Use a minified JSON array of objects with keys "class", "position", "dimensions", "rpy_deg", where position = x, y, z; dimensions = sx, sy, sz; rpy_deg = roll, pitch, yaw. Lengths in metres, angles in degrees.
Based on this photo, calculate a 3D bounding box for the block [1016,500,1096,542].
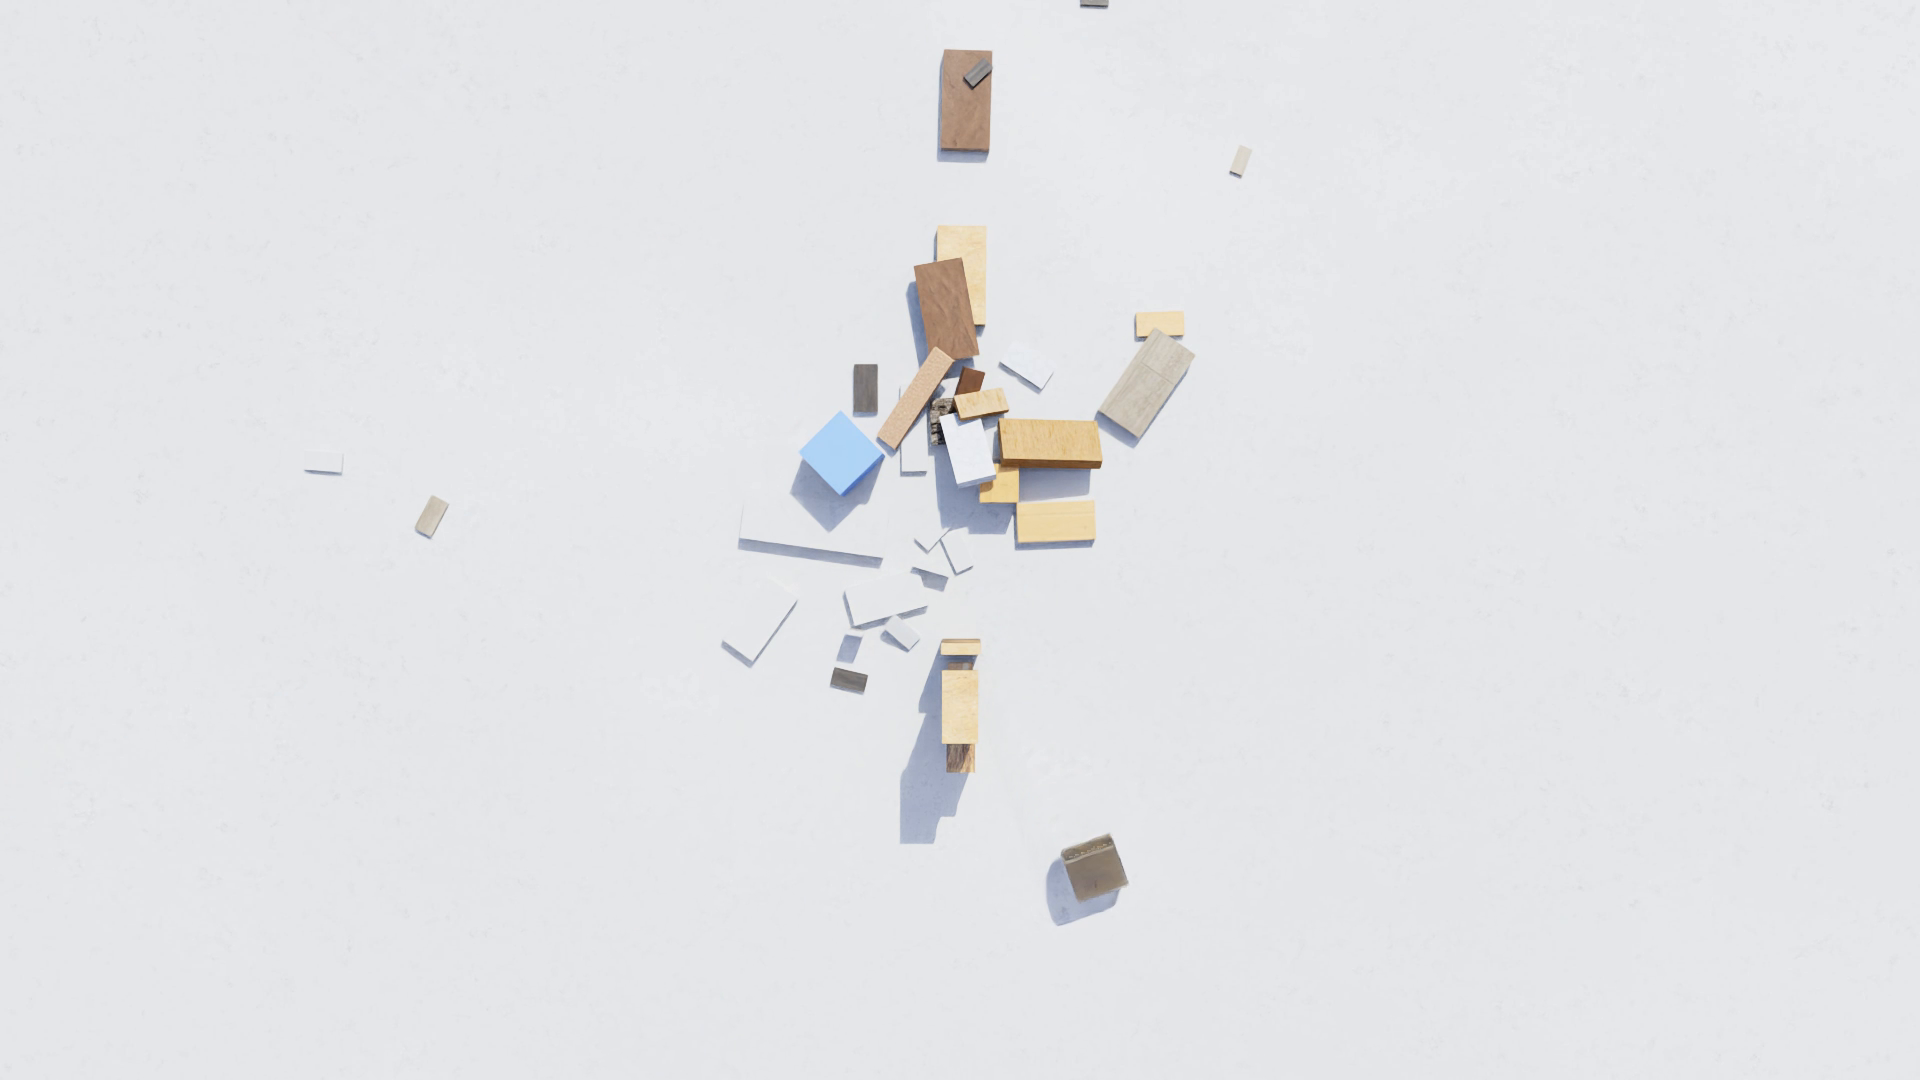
[{"class":"block","position":[0.320,-0.062,5.482],"dimensions":[0.258,0.037,0.129],"rpy_deg":[-2,90,0]}]

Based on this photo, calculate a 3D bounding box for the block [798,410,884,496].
[{"class":"block","position":[-0.386,-0.281,5.403],"dimensions":[0.194,0.194,0.194],"rpy_deg":[-45,90,0]}]

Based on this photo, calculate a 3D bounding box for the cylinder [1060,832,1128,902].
[{"class":"cylinder","position":[0.439,1.073,5.412],"dimensions":[0.177,0.177,0.177],"rpy_deg":[-19,90,0]}]

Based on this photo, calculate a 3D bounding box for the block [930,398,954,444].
[{"class":"block","position":[-0.059,-0.393,5.467],"dimensions":[0.076,0.022,0.152],"rpy_deg":[-2,90,-1]}]

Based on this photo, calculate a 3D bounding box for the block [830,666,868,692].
[{"class":"block","position":[-0.368,0.464,5.492],"dimensions":[0.117,0.017,0.059],"rpy_deg":[13,90,0]}]

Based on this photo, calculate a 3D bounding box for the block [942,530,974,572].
[{"class":"block","position":[-0.008,0.038,5.491],"dimensions":[0.063,0.018,0.127],"rpy_deg":[-24,90,0]}]

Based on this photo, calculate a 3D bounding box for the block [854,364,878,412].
[{"class":"block","position":[-0.312,-0.505,5.489],"dimensions":[0.079,0.022,0.158],"rpy_deg":[0,90,0]}]

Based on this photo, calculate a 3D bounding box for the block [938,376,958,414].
[{"class":"block","position":[-0.025,-0.462,5.489],"dimensions":[0.076,0.022,0.152],"rpy_deg":[-12,90,0]}]

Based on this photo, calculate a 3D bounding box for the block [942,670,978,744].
[{"class":"block","position":[0.001,0.510,5.051],"dimensions":[0.111,0.031,0.222],"rpy_deg":[0,90,0]}]

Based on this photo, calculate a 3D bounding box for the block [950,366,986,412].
[{"class":"block","position":[0.025,-0.491,5.442],"dimensions":[0.076,0.022,0.152],"rpy_deg":[11,103,-25]}]

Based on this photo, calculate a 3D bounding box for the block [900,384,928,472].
[{"class":"block","position":[-0.153,-0.374,5.488],"dimensions":[0.084,0.024,0.290],"rpy_deg":[-1,90,0]}]

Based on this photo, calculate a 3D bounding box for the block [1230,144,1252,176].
[{"class":"block","position":[0.936,-1.264,5.493],"dimensions":[0.046,0.013,0.093],"rpy_deg":[21,90,0]}]

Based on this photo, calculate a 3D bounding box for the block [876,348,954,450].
[{"class":"block","position":[-0.147,-0.466,5.429],"dimensions":[0.079,0.022,0.357],"rpy_deg":[38,108,11]}]

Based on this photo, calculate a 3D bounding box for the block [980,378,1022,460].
[{"class":"block","position":[0.141,-0.403,5.482],"dimensions":[0.129,0.037,0.258],"rpy_deg":[-8,90,0]}]

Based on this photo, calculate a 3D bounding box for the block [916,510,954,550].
[{"class":"block","position":[-0.085,-0.032,5.491],"dimensions":[0.063,0.018,0.127],"rpy_deg":[43,90,0]}]

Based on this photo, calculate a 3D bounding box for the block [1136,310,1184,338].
[{"class":"block","position":[0.666,-0.719,5.489],"dimensions":[0.158,0.022,0.079],"rpy_deg":[-2,90,0]}]

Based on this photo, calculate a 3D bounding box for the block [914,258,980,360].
[{"class":"block","position":[-0.044,-0.753,5.431],"dimensions":[0.163,0.046,0.326],"rpy_deg":[-10,90,0]}]

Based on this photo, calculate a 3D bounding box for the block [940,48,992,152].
[{"class":"block","position":[0.022,-1.459,5.477],"dimensions":[0.163,0.046,0.326],"rpy_deg":[2,90,0]}]

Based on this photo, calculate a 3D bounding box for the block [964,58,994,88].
[{"class":"block","position":[0.061,-1.544,5.447],"dimensions":[0.093,0.013,0.046],"rpy_deg":[-43,90,0]}]

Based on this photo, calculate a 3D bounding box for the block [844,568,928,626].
[{"class":"block","position":[-0.243,0.189,5.482],"dimensions":[0.254,0.036,0.127],"rpy_deg":[-15,90,0]}]

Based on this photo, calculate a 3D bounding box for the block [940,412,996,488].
[{"class":"block","position":[0.026,-0.301,5.384],"dimensions":[0.129,0.037,0.258],"rpy_deg":[-14,63,-1]}]

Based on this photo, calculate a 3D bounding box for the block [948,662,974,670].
[{"class":"block","position":[0.002,0.476,5.327],"dimensions":[0.081,0.023,0.161],"rpy_deg":[0,90,0]}]

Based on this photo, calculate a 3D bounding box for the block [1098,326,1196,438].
[{"class":"block","position":[0.618,-0.522,5.465],"dimensions":[0.165,0.047,0.329],"rpy_deg":[34,93,-2]}]

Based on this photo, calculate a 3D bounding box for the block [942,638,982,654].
[{"class":"block","position":[0.004,0.347,5.373],"dimensions":[0.127,0.254,0.036],"rpy_deg":[0,90,0]}]

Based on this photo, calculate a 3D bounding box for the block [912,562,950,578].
[{"class":"block","position":[-0.094,0.096,5.468],"dimensions":[0.127,0.063,0.018],"rpy_deg":[16,90,0]}]

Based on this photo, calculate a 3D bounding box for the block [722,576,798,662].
[{"class":"block","position":[-0.664,0.262,5.482],"dimensions":[0.127,0.036,0.254],"rpy_deg":[36,90,0]}]

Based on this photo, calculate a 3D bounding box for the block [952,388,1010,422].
[{"class":"block","position":[0.069,-0.446,5.416],"dimensions":[0.168,0.024,0.084],"rpy_deg":[-12,68,-15]}]

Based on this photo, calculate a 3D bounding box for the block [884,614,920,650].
[{"class":"block","position":[-0.193,0.304,5.473],"dimensions":[0.117,0.017,0.059],"rpy_deg":[43,90,-18]}]

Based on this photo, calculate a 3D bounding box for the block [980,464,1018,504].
[{"class":"block","position":[0.128,-0.186,5.437],"dimensions":[0.125,0.125,0.125],"rpy_deg":[0,90,0]}]

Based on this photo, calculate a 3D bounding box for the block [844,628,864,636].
[{"class":"block","position":[-0.348,0.303,5.441],"dimensions":[0.059,0.117,0.017],"rpy_deg":[10,90,0]}]

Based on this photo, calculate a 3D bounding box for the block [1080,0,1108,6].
[{"class":"block","position":[0.449,-1.803,5.493],"dimensions":[0.093,0.013,0.046],"rpy_deg":[2,90,0]}]

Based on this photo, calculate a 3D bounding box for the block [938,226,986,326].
[{"class":"block","position":[0.005,-0.877,5.477],"dimensions":[0.163,0.046,0.326],"rpy_deg":[1,90,0]}]

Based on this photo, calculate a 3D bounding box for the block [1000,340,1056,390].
[{"class":"block","position":[0.224,-0.583,5.488],"dimensions":[0.168,0.024,0.084],"rpy_deg":[34,90,0]}]

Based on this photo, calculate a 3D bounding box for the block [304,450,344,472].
[{"class":"block","position":[-2.118,-0.262,5.491],"dimensions":[0.125,0.018,0.063],"rpy_deg":[4,90,0]}]

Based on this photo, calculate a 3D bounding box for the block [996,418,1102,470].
[{"class":"block","position":[0.294,-0.316,5.410],"dimensions":[0.329,0.047,0.165],"rpy_deg":[1,56,-9]}]

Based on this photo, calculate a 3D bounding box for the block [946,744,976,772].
[{"class":"block","position":[0.003,0.654,5.302],"dimensions":[0.092,0.026,0.185],"rpy_deg":[0,90,0]}]

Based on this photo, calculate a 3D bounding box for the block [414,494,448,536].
[{"class":"block","position":[-1.758,-0.081,5.491],"dimensions":[0.063,0.018,0.125],"rpy_deg":[28,90,0]}]

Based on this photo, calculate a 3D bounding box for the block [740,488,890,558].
[{"class":"block","position":[-0.481,-0.056,5.477],"dimensions":[0.479,0.047,0.165],"rpy_deg":[8,90,0]}]
